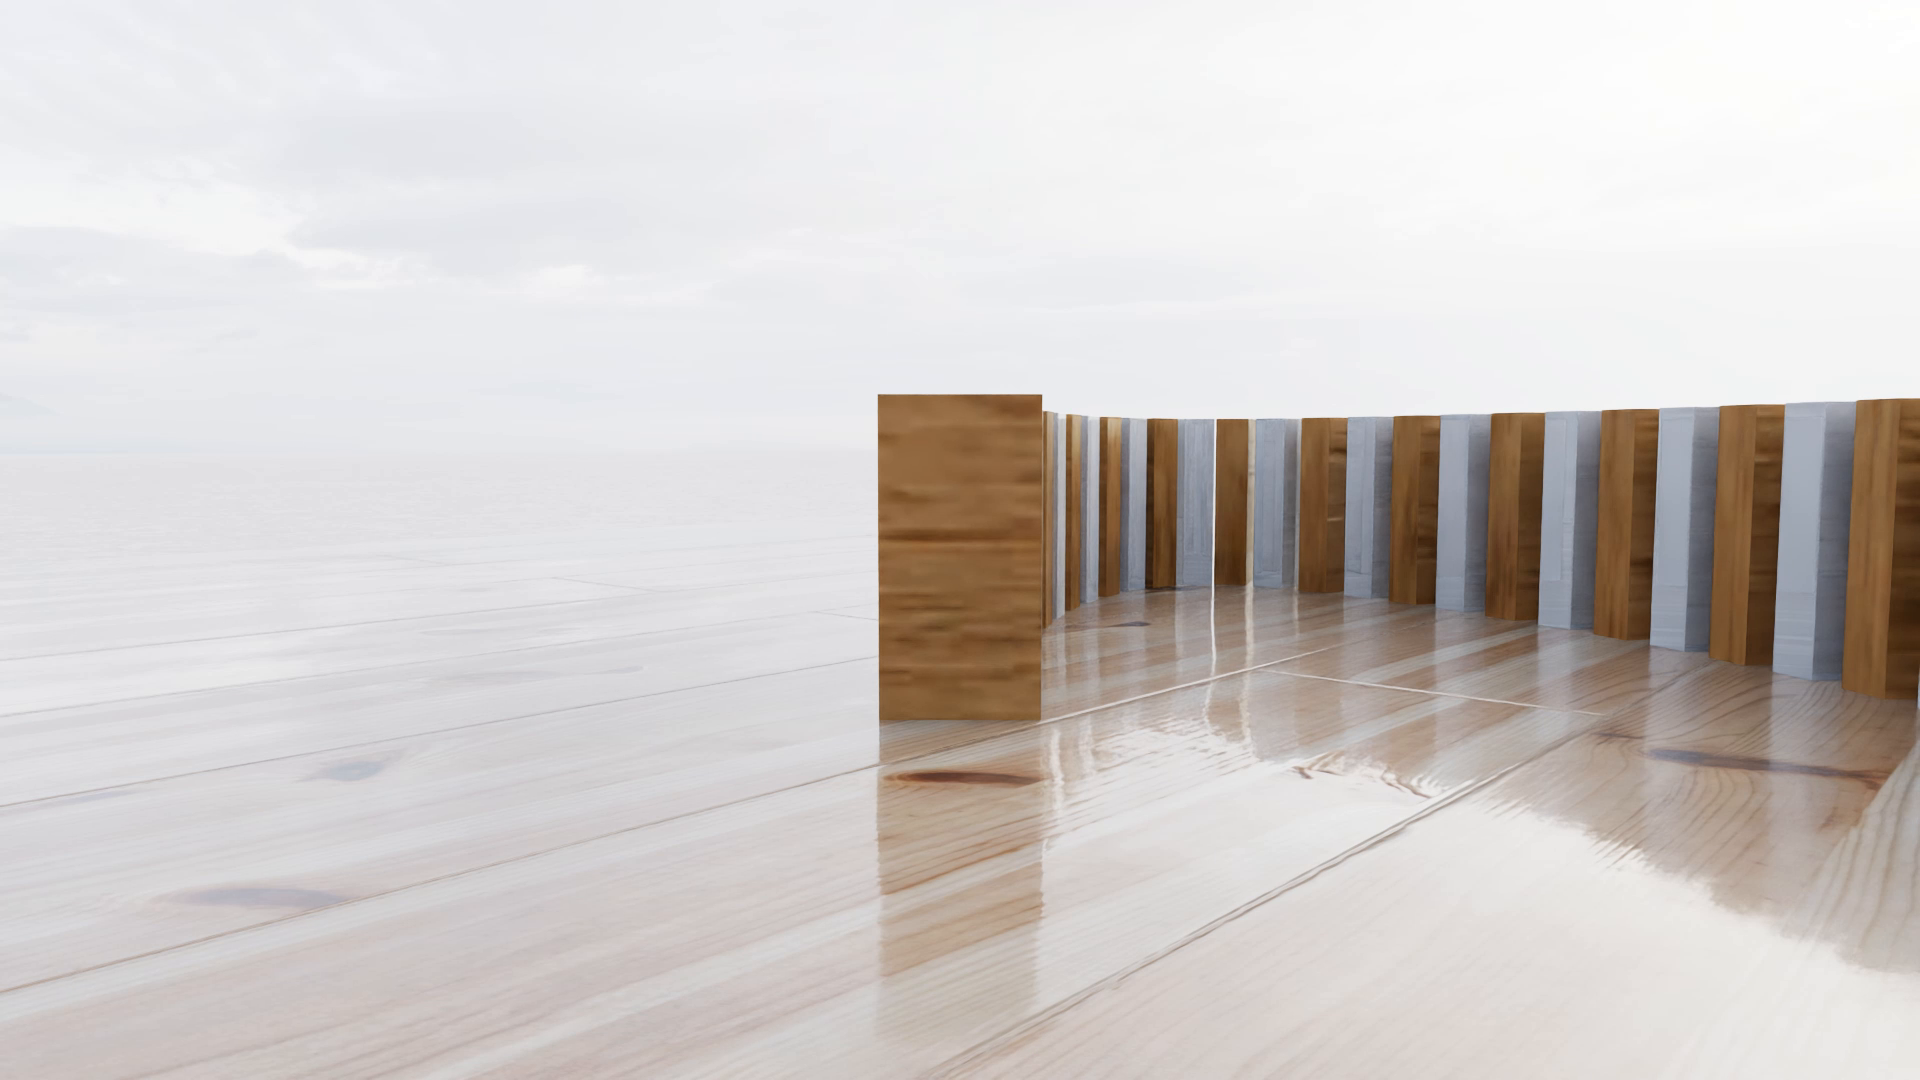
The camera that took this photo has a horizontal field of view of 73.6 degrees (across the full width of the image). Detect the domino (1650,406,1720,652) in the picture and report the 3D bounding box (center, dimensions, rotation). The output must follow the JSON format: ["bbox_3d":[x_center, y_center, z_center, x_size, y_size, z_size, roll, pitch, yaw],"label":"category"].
[{"bbox_3d":[0.159,-0.003,0.268,0.025,0.050,0.010,-1,4,-12],"label":"domino"}]

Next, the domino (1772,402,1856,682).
[{"bbox_3d":[0.165,0.000,0.234,0.025,0.050,0.009,0,4,-7],"label":"domino"}]

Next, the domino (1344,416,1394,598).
[{"bbox_3d":[0.121,-0.010,0.362,0.025,0.050,0.010,-3,5,-32],"label":"domino"}]

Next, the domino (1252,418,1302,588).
[{"bbox_3d":[0.100,-0.012,0.388,0.009,0.050,0.025,4,6,43],"label":"domino"}]

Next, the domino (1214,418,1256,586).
[{"bbox_3d":[0.086,-0.012,0.397,0.009,0.050,0.025,2,5,20],"label":"domino"}]

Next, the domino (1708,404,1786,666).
[{"bbox_3d":[0.162,-0.001,0.251,0.025,0.050,0.010,-1,4,-9],"label":"domino"}]

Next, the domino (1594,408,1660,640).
[{"bbox_3d":[0.155,-0.004,0.284,0.025,0.050,0.010,-1,4,-17],"label":"domino"}]

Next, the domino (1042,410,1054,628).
[{"bbox_3d":[0.009,-0.005,0.302,0.025,0.050,0.009,1,4,13],"label":"domino"}]

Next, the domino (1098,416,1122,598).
[{"bbox_3d":[0.032,-0.010,0.365,0.025,0.050,0.009,2,5,30],"label":"domino"}]

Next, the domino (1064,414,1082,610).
[{"bbox_3d":[0.018,-0.008,0.334,0.025,0.050,0.009,2,5,20],"label":"domino"}]

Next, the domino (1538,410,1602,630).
[{"bbox_3d":[0.150,-0.005,0.300,0.025,0.050,0.010,-2,5,-20],"label":"domino"}]

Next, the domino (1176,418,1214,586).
[{"bbox_3d":[0.069,-0.012,0.398,0.009,0.050,0.025,-1,4,-13],"label":"domino"}]

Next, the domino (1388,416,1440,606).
[{"bbox_3d":[0.129,-0.008,0.347,0.025,0.050,0.009,-2,5,-27],"label":"domino"}]

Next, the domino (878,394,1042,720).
[{"bbox_3d":[0.000,0.002,0.201,0.025,0.050,0.009,0,4,0],"label":"domino"}]

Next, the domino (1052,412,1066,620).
[{"bbox_3d":[0.013,-0.006,0.318,0.025,0.050,0.010,1,4,16],"label":"domino"}]

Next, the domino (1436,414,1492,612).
[{"bbox_3d":[0.137,-0.007,0.332,0.025,0.050,0.009,-2,5,-24],"label":"domino"}]

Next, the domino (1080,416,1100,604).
[{"bbox_3d":[0.024,-0.009,0.350,0.025,0.050,0.010,2,5,24],"label":"domino"}]

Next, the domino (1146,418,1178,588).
[{"bbox_3d":[0.054,-0.012,0.391,0.009,0.050,0.025,-3,5,-36],"label":"domino"}]

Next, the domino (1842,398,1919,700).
[{"bbox_3d":[0.166,0.001,0.218,0.025,0.050,0.009,0,4,-4],"label":"domino"}]

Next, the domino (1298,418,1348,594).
[{"bbox_3d":[0.111,-0.011,0.375,0.025,0.050,0.010,-3,5,-39],"label":"domino"}]

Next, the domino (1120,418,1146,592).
[{"bbox_3d":[0.042,-0.011,0.379,0.025,0.050,0.010,3,5,38],"label":"domino"}]

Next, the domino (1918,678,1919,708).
[{"bbox_3d":[0.167,0.002,0.201,0.025,0.050,0.010,0,4,-1],"label":"domino"}]

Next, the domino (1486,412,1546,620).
[{"bbox_3d":[0.143,-0.006,0.316,0.025,0.050,0.010,-2,5,-23],"label":"domino"}]
